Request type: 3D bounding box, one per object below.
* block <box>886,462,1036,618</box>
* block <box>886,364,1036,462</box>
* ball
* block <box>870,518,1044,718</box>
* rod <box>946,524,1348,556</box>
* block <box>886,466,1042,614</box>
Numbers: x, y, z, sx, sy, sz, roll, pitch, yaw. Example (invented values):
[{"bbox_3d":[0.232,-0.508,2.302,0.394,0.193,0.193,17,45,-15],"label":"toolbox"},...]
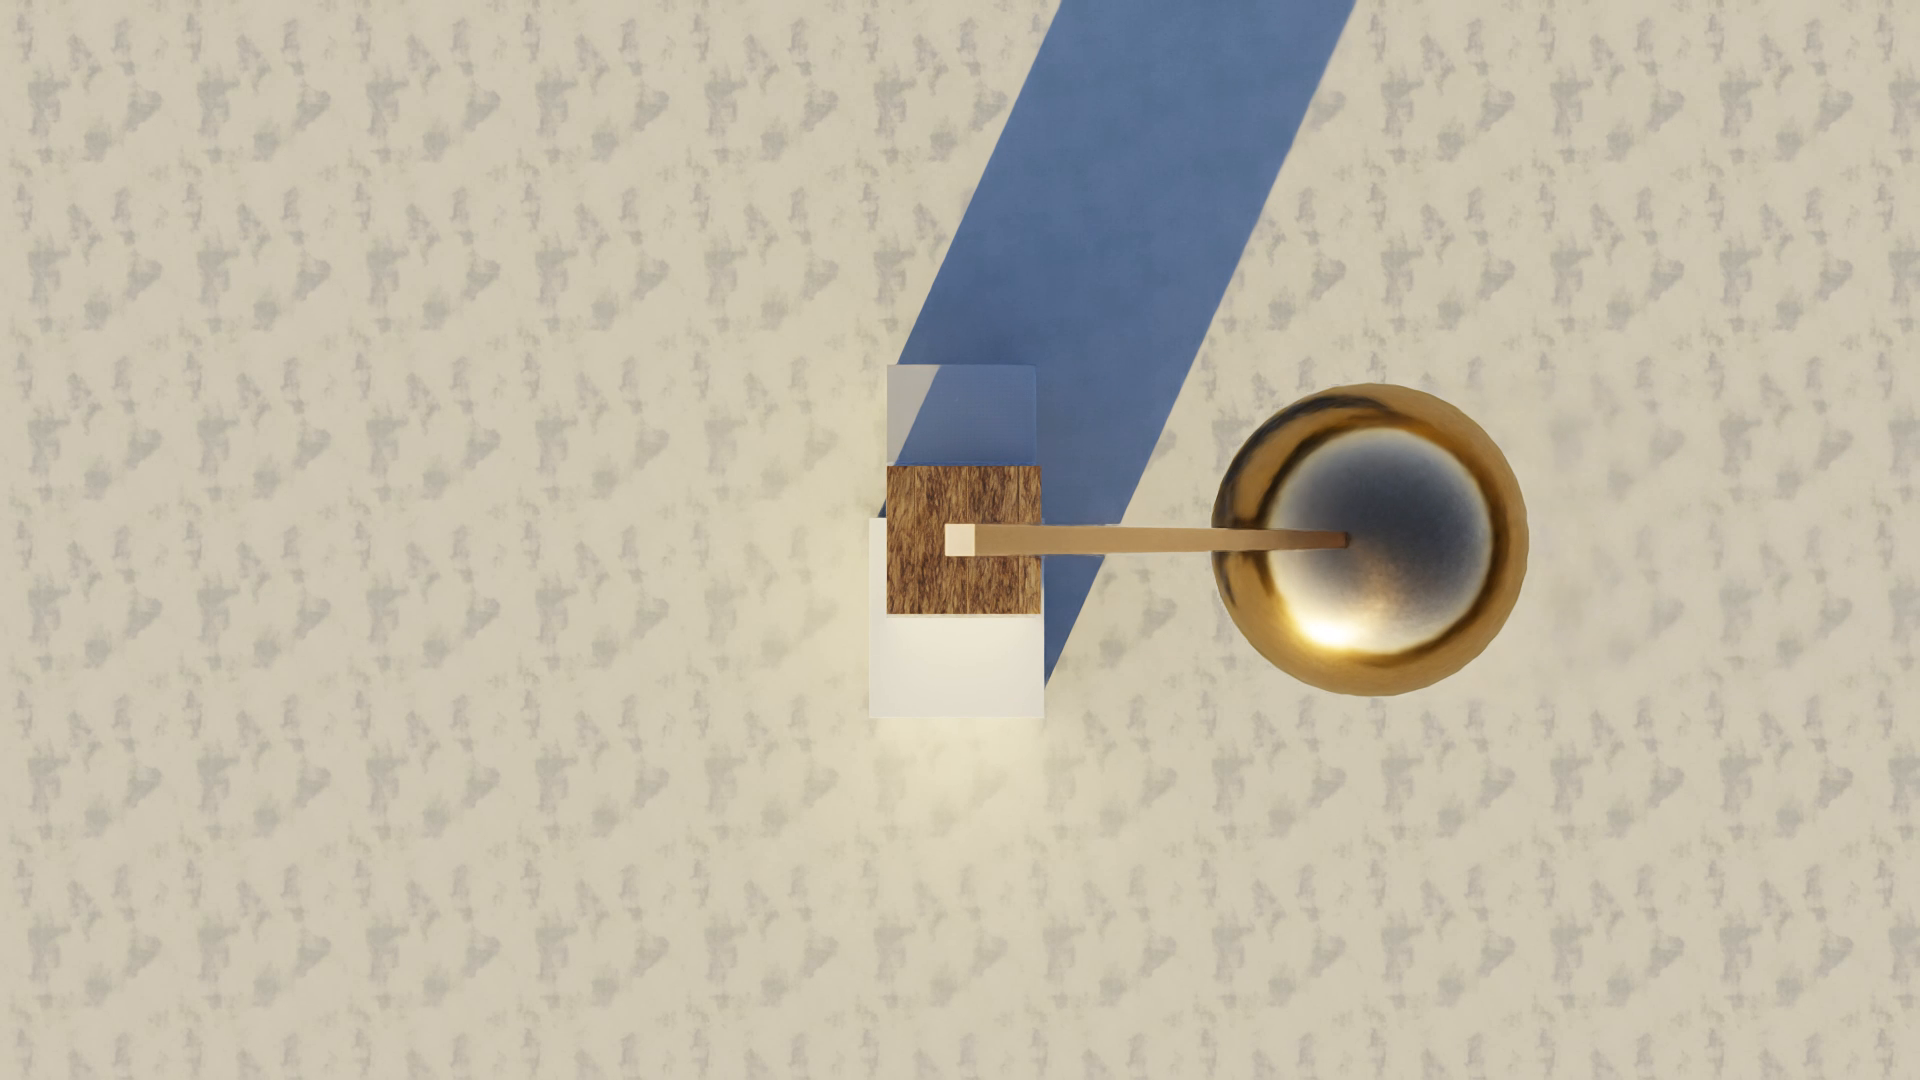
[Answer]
[{"bbox_3d":[0.005,0.000,11.677,0.768,0.736,0.806,0,90,0],"label":"block"},{"bbox_3d":[0.008,-0.552,12.600,0.827,0.800,0.842,0,90,0],"label":"block"},{"bbox_3d":[2.074,0.000,11.186,1.600,1.600,1.600,0,90,0],"label":"ball"},{"bbox_3d":[-0.018,0.426,12.522,0.957,0.955,1.095,0,90,0],"label":"block"},{"bbox_3d":[0.899,0.000,7.996,0.080,5.200,0.080,0,90,20],"label":"rod"},{"bbox_3d":[0.018,0.000,10.951,0.745,0.716,0.713,0,90,0],"label":"block"}]
